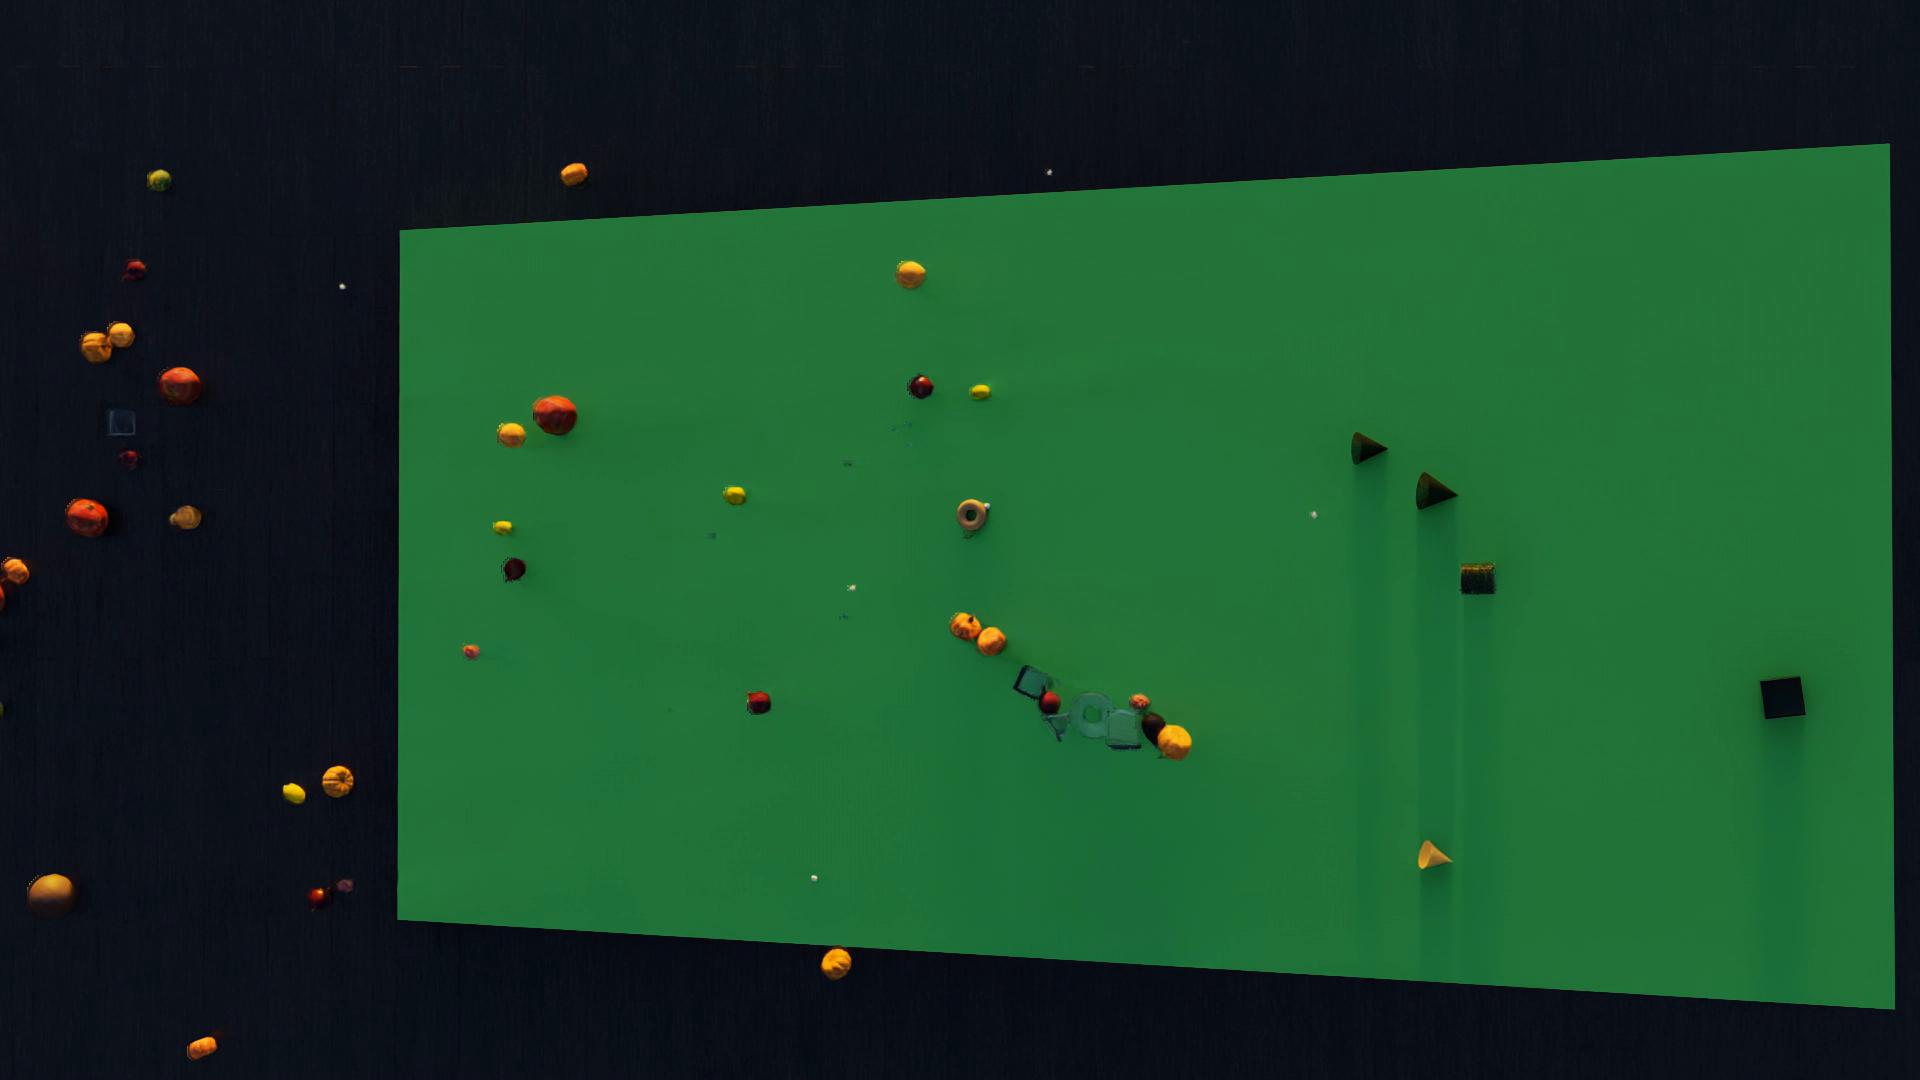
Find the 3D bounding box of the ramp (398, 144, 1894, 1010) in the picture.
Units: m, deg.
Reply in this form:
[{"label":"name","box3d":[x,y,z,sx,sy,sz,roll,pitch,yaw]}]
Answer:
[{"label":"ramp","box3d":[0.279,0.091,5.777,4.000,0.100,2.000,0,89,19]}]

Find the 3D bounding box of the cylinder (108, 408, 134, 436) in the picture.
[{"label":"cylinder","box3d":[-2.457,-0.344,6.444,0.071,0.071,0.071,-2,86,0]}]

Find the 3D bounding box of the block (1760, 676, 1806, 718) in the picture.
[{"label":"block","box3d":[1.912,0.365,5.111,0.087,0.087,0.087,-8,87,19]}]

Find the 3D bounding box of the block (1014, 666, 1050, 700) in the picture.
[{"label":"block","box3d":[0.187,0.371,5.718,0.063,0.063,0.063,27,98,17]}]

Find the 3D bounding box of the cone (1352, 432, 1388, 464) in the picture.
[{"label":"cone","box3d":[1.023,-0.227,5.452,0.082,0.082,0.082,0,89,-8]}]

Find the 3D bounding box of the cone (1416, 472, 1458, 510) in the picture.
[{"label":"cone","box3d":[1.179,-0.115,5.395,0.093,0.093,0.093,7,89,-7]}]

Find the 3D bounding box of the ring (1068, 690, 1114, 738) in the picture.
[{"label":"ring","box3d":[0.340,0.452,5.676,0.125,0.042,0.125,0,90,18]}]

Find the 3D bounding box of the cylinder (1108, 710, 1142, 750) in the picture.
[{"label":"cylinder","box3d":[0.421,0.485,5.620,0.088,0.088,0.088,1,94,0]}]

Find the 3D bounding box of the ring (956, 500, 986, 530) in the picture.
[{"label":"ring","box3d":[0.031,-0.066,5.797,0.084,0.028,0.084,0,90,20]}]

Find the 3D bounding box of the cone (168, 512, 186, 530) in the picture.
[{"label":"cone","box3d":[-2.307,-0.055,6.451,0.052,0.052,0.052,0,89,0]}]

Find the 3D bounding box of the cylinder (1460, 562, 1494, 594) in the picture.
[{"label":"cylinder","box3d":[1.259,0.092,5.347,0.073,0.073,0.073,-2,89,19]}]
